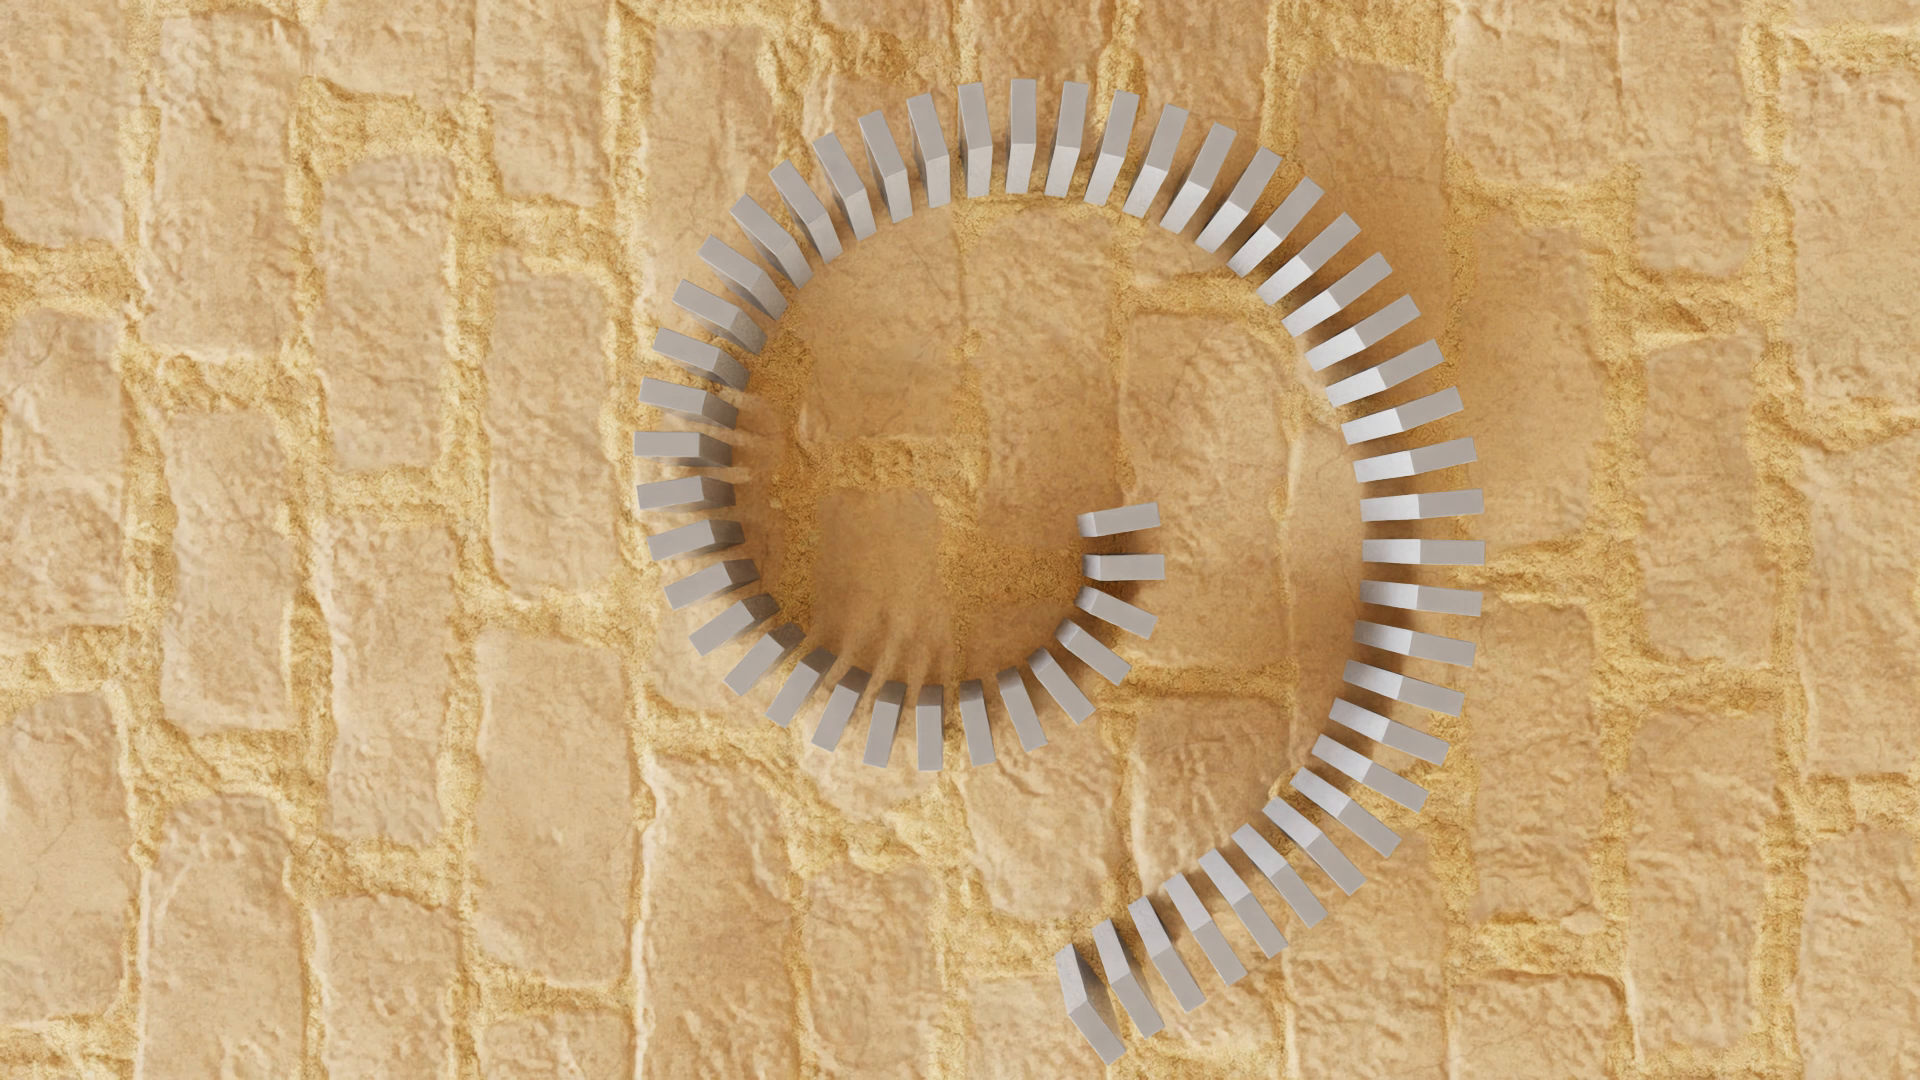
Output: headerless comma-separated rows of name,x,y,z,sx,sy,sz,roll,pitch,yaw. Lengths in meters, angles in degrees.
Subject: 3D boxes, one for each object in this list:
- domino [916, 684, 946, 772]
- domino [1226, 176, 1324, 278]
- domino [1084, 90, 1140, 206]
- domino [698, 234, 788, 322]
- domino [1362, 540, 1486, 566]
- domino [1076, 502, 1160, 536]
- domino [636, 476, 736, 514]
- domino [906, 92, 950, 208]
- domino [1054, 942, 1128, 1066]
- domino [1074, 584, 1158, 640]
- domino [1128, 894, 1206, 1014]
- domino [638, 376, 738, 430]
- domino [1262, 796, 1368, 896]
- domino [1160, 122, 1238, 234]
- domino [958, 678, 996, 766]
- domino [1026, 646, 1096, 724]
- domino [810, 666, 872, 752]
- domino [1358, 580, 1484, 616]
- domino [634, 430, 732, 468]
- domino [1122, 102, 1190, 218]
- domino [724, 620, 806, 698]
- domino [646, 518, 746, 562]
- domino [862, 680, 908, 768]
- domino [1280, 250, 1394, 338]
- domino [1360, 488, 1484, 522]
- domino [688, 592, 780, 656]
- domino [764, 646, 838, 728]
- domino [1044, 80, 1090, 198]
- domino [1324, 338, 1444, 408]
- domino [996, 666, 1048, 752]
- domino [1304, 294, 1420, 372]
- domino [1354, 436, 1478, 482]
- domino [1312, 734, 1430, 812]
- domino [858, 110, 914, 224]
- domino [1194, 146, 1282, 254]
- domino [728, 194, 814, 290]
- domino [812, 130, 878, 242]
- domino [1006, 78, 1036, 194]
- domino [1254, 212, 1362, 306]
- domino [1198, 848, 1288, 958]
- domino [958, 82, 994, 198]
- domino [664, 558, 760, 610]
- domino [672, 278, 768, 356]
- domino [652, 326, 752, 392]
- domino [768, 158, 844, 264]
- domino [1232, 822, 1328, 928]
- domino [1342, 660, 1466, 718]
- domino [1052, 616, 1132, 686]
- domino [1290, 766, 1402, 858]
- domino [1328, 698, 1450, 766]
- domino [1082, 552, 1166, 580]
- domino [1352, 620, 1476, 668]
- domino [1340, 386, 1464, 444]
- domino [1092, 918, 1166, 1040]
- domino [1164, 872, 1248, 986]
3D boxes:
domino,-0.012,0.076,0.375,0.010,0.050,0.025,-2,90,0
domino,0.128,-0.127,0.375,0.010,0.050,0.025,41,90,0
domino,0.061,-0.159,0.375,0.009,0.050,0.025,14,90,0
domino,-0.088,-0.106,0.375,0.025,0.050,0.009,34,90,0
domino,0.188,0.005,0.375,0.025,0.050,0.009,1,90,0
domino,0.064,-0.008,0.375,0.025,0.050,0.009,-9,90,0
domino,-0.111,-0.018,0.375,0.025,0.050,0.009,-9,90,0
domino,-0.012,-0.158,0.375,0.010,0.050,0.025,-17,90,0
domino,0.053,0.188,0.375,0.009,0.050,0.025,-38,90,0
domino,0.063,0.029,0.375,0.025,0.050,0.009,24,90,0
domino,0.084,0.168,0.375,0.009,0.050,0.025,-33,90,0
domino,-0.110,-0.055,0.375,0.025,0.050,0.010,12,90,0
domino,0.144,0.124,0.375,0.009,0.050,0.025,-43,90,0
domino,0.096,-0.147,0.375,0.009,0.050,0.025,25,90,0
domino,0.007,0.073,0.375,0.009,0.050,0.025,-12,90,0
domino,0.040,0.058,0.375,0.009,0.050,0.025,-40,90,0
domino,-0.048,0.068,0.375,0.009,0.050,0.025,25,90,0
domino,0.187,0.023,0.375,0.025,0.050,0.010,6,90,0
domino,-0.112,-0.037,0.375,0.025,0.050,0.009,1,90,0
domino,0.079,-0.154,0.375,0.009,0.050,0.025,19,90,0
domino,-0.079,0.048,0.375,0.009,0.050,0.025,43,90,0
domino,-0.107,0.000,0.375,0.025,0.050,0.010,-17,90,0
domino,-0.030,0.074,0.375,0.010,0.050,0.025,12,90,0
domino,0.153,-0.099,0.375,0.025,0.050,0.010,-36,90,0
domino,0.188,-0.014,0.375,0.025,0.050,0.009,-5,90,0
domino,-0.091,0.034,0.375,0.025,0.050,0.009,-35,90,0
domino,-0.064,0.059,0.375,0.009,0.050,0.025,33,90,0
domino,0.043,-0.162,0.375,0.009,0.050,0.025,8,90,0
domino,0.172,-0.067,0.375,0.025,0.050,0.009,-26,90,0
domino,0.025,0.068,0.375,0.010,0.050,0.025,-23,90,0
domino,0.163,-0.084,0.375,0.025,0.050,0.009,-31,90,0
domino,0.185,-0.032,0.375,0.025,0.050,0.009,-13,90,0
domino,0.166,0.094,0.375,0.025,0.050,0.009,28,90,0
domino,-0.030,-0.151,0.375,0.009,0.050,0.025,-23,90,0
domino,0.113,-0.138,0.375,0.010,0.050,0.025,32,90,0
domino,-0.076,-0.121,0.375,0.025,0.050,0.010,43,90,0
domino,-0.046,-0.143,0.375,0.010,0.050,0.025,-29,90,0
domino,0.024,-0.164,0.375,0.009,0.050,0.025,0,90,0
domino,0.141,-0.114,0.375,0.025,0.050,0.009,-42,90,0
domino,0.115,0.147,0.375,0.009,0.050,0.025,-36,90,0
domino,0.006,-0.162,0.375,0.010,0.050,0.025,-10,90,0
domino,-0.100,0.018,0.375,0.025,0.050,0.009,-24,90,0
domino,-0.097,-0.090,0.375,0.025,0.050,0.010,27,90,0
domino,-0.105,-0.073,0.375,0.025,0.050,0.010,20,90,0
domino,-0.062,-0.133,0.375,0.009,0.050,0.025,-37,90,0
domino,0.130,0.136,0.375,0.009,0.050,0.025,-39,90,0
domino,0.180,0.060,0.375,0.025,0.050,0.009,16,90,0
domino,0.053,0.045,0.375,0.025,0.050,0.010,37,90,0
domino,0.156,0.110,0.375,0.025,0.050,0.010,38,90,0
domino,0.174,0.078,0.375,0.025,0.050,0.009,21,90,0
domino,0.066,0.010,0.375,0.025,0.050,0.010,-2,90,0
domino,0.184,0.042,0.375,0.025,0.050,0.010,11,90,0
domino,0.179,-0.050,0.375,0.025,0.050,0.010,-20,90,0
domino,0.068,0.178,0.375,0.010,0.050,0.025,-33,90,0
domino,0.099,0.158,0.375,0.010,0.050,0.025,-34,90,0
